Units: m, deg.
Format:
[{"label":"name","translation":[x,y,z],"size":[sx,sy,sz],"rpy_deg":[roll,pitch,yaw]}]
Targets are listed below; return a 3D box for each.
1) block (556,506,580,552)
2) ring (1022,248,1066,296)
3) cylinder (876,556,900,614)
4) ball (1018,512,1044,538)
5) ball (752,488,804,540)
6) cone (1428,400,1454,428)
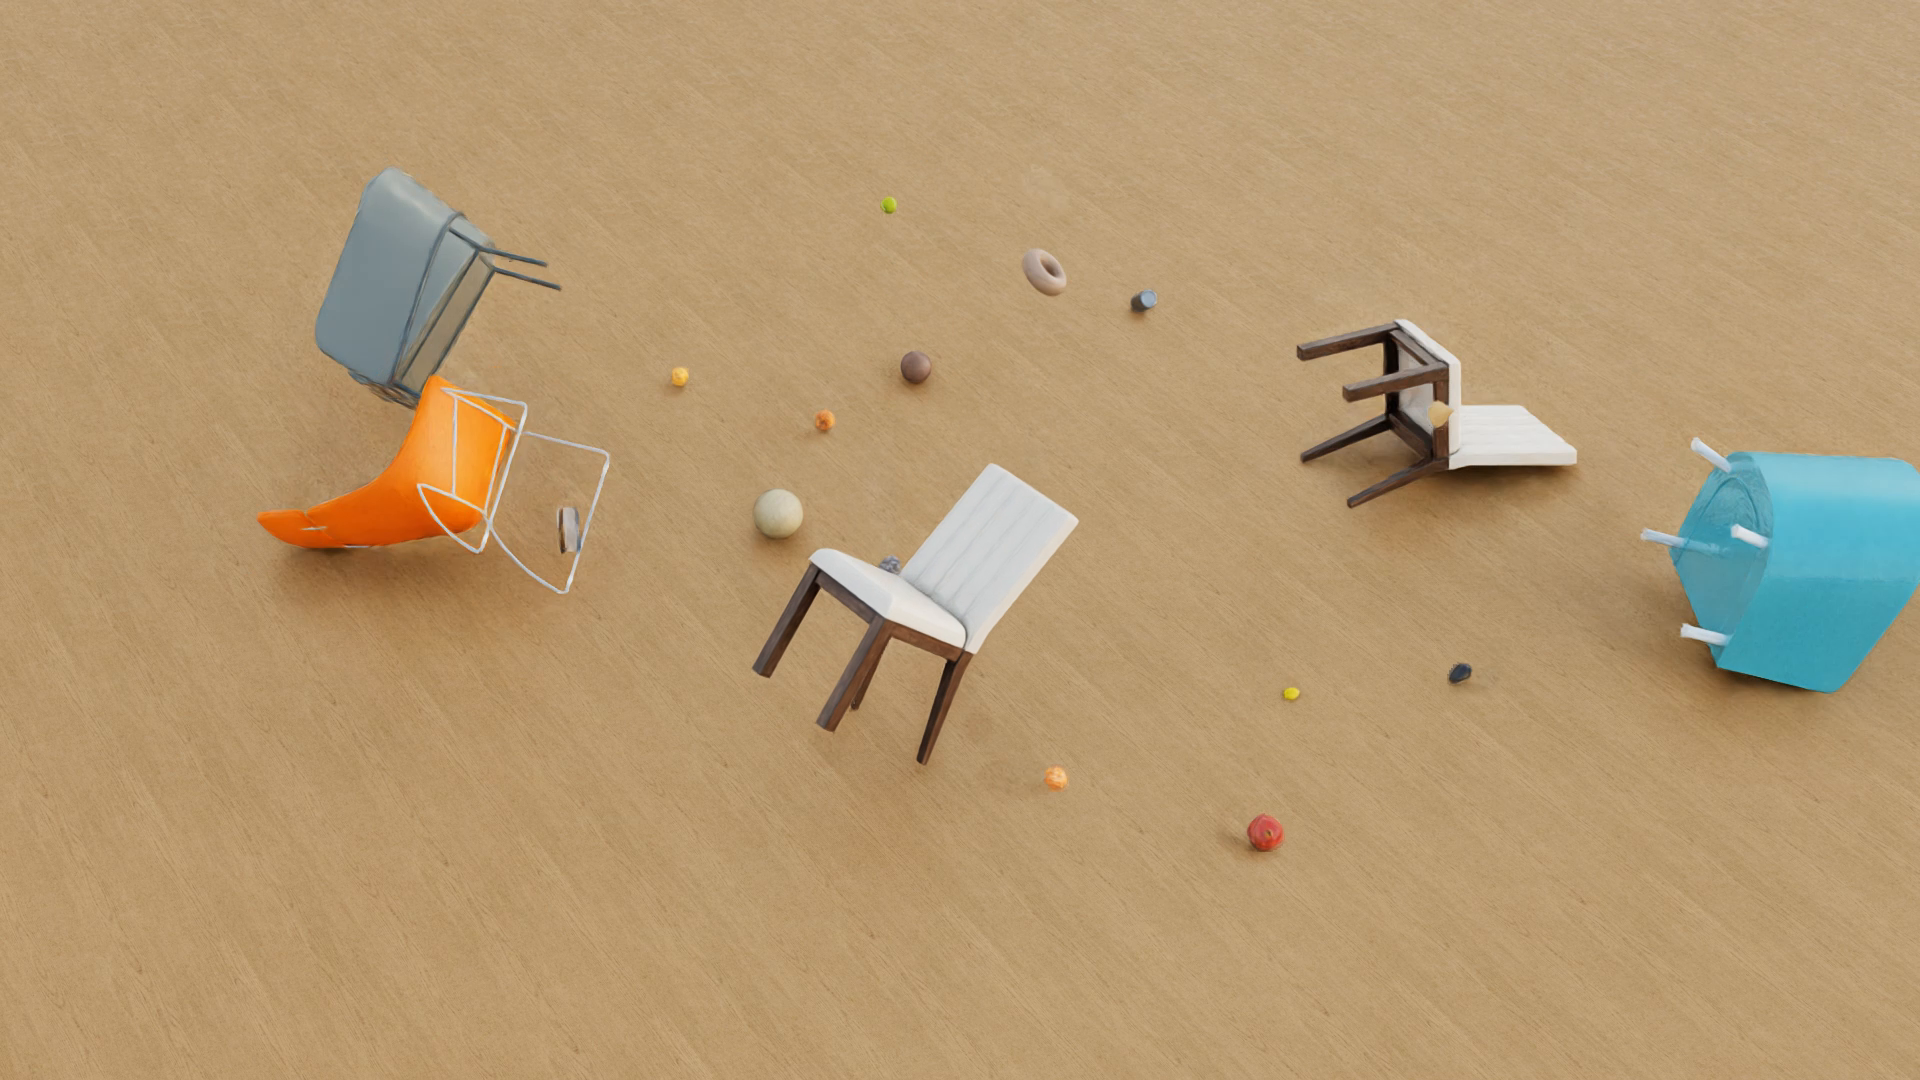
[{"label":"block","translation":[-1.399,-0.037,10.483],"size":[0.053,0.157,0.135],"rpy_deg":[-5,0,-17]},{"label":"ring","translation":[0.307,-0.978,10.709],"size":[0.199,0.082,0.140],"rpy_deg":[50,40,1]},{"label":"cylinder","translation":[-0.259,0.163,10.582],"size":[0.081,0.132,0.191],"rpy_deg":[19,31,-13]},{"label":"ball","translation":[0.264,-0.056,10.941],"size":[0.097,0.097,0.097],"rpy_deg":[0,33,0]},{"label":"ball","translation":[-0.678,-0.098,10.921],"size":[0.189,0.189,0.189],"rpy_deg":[0,33,0]},{"label":"cone","translation":[1.803,-0.475,10.880],"size":[0.080,0.094,0.110],"rpy_deg":[-12,34,49]}]
